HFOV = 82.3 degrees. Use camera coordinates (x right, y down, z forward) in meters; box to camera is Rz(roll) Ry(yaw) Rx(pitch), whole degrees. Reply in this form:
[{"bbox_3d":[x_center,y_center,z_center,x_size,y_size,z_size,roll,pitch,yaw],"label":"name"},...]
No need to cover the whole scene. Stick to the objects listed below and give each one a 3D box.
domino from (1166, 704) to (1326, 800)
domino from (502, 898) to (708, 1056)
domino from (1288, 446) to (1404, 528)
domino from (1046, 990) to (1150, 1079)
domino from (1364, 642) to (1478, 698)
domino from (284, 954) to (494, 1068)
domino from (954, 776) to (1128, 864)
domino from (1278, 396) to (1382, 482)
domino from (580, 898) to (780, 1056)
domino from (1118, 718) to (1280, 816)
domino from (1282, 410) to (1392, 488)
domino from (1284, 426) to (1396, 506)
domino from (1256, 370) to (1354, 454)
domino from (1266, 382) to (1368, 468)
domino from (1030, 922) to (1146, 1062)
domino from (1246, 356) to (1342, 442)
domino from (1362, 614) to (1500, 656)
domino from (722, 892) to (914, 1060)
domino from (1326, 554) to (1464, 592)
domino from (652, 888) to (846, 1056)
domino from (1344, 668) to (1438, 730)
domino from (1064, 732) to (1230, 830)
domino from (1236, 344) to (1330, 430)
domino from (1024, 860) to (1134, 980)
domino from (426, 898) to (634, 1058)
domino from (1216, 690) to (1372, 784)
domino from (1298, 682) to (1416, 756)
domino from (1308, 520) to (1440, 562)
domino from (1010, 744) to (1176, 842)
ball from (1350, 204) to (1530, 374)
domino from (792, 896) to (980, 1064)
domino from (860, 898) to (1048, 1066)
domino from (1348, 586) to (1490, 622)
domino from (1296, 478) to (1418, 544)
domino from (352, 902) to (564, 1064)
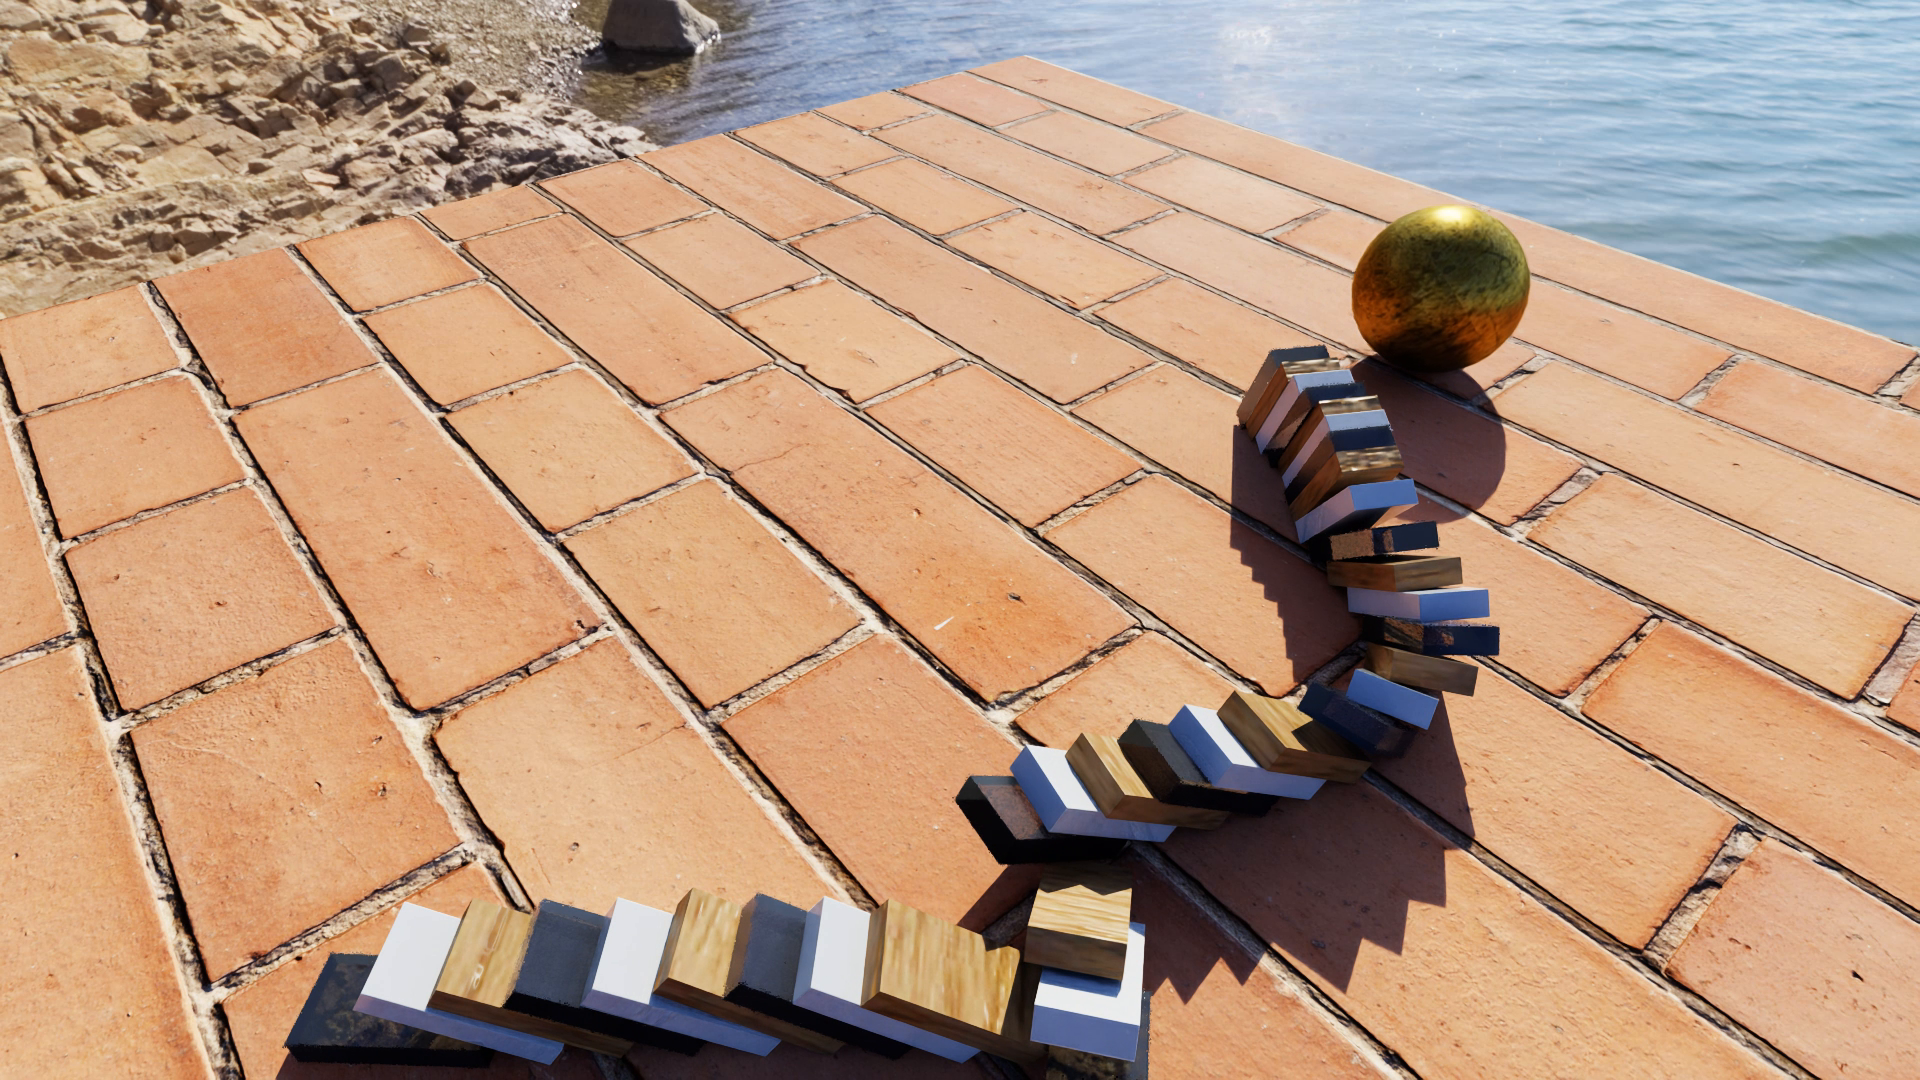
[{"bbox_3d":[0.090,0.066,0.342,0.050,0.010,0.025,16,26,-38],"label":"domino"},{"bbox_3d":[-0.089,0.113,0.285,0.050,0.010,0.025,25,36,-20],"label":"domino"},{"bbox_3d":[0.153,-0.021,0.438,0.025,0.050,0.009,-6,68,-8],"label":"domino"},{"bbox_3d":[0.034,0.137,0.276,0.025,0.009,0.050,6,40,7],"label":"domino"},{"bbox_3d":[0.153,0.043,0.368,0.025,0.009,0.050,10,0,12],"label":"domino"},{"bbox_3d":[-0.146,0.124,0.292,0.050,0.010,0.025,1,39,1],"label":"domino"},{"bbox_3d":[0.025,0.082,0.323,0.050,0.009,0.025,12,26,-42],"label":"domino"},{"bbox_3d":[0.155,-0.042,0.464,0.025,0.050,0.009,-7,65,-8],"label":"domino"},{"bbox_3d":[-0.070,0.114,0.285,0.050,0.010,0.025,25,36,-19],"label":"domino"},{"bbox_3d":[0.074,0.070,0.337,0.050,0.010,0.025,17,26,-38],"label":"domino"},{"bbox_3d":[0.155,-0.035,0.455,0.025,0.050,0.010,-7,65,-8],"label":"domino"},{"bbox_3d":[0.153,-0.028,0.447,0.025,0.050,0.009,-7,65,-8],"label":"domino"},{"bbox_3d":[0.150,-0.055,0.479,0.025,0.050,0.010,-7,65,-8],"label":"domino"},{"bbox_3d":[0.152,-0.049,0.471,0.025,0.050,0.009,-7,65,-8],"label":"domino"},{"bbox_3d":[0.034,0.114,0.285,0.025,0.010,0.050,7,9,10],"label":"domino"},{"bbox_3d":[0.147,-0.062,0.487,0.025,0.050,0.010,-7,65,-8],"label":"domino"},{"bbox_3d":[0.161,0.032,0.380,0.025,0.010,0.050,1,1,-1],"label":"domino"},{"bbox_3d":[-0.034,0.113,0.285,0.050,0.010,0.025,28,35,-19],"label":"domino"},{"bbox_3d":[0.159,0.012,0.406,0.025,0.009,0.050,-6,1,-8],"label":"domino"},{"bbox_3d":[-0.052,0.112,0.286,0.050,0.010,0.025,29,35,-18],"label":"domino"},{"bbox_3d":[0.141,0.051,0.357,0.025,0.009,0.050,21,2,24],"label":"domino"},{"bbox_3d":[0.058,0.073,0.333,0.050,0.010,0.025,17,26,-38],"label":"domino"},{"bbox_3d":[0.145,-0.068,0.495,0.025,0.050,0.009,-7,65,-8],"label":"domino"},{"bbox_3d":[0.033,0.101,0.299,0.025,0.009,0.050,7,6,10],"label":"domino"},{"bbox_3d":[-0.107,0.114,0.285,0.050,0.009,0.025,26,36,-19],"label":"domino"},{"bbox_3d":[0.106,0.062,0.346,0.050,0.010,0.025,16,25,-39],"label":"domino"},{"bbox_3d":[0.127,0.057,0.349,0.025,0.010,0.050,32,7,33],"label":"domino"},{"bbox_3d":[0.156,0.001,0.417,0.025,0.010,0.050,-6,-3,-8],"label":"domino"},{"bbox_3d":[0.041,0.076,0.329,0.050,0.010,0.025,17,25,-38],"label":"domino"},{"bbox_3d":[0.233,-0.122,0.536,0.080,0.080,0.080,0,39,0],"label":"ball"},{"bbox_3d":[-0.017,0.114,0.284,0.050,0.010,0.025,28,35,-19],"label":"domino"},{"bbox_3d":[-0.001,0.114,0.283,0.050,0.010,0.025,28,35,-19],"label":"domino"},{"bbox_3d":[0.163,0.022,0.393,0.025,0.010,0.050,-4,1,-7],"label":"domino"},{"bbox_3d":[0.153,-0.010,0.428,0.025,0.050,0.010,-6,76,-8],"label":"domino"},{"bbox_3d":[-0.125,0.115,0.284,0.050,0.010,0.025,26,35,-18],"label":"domino"}]
